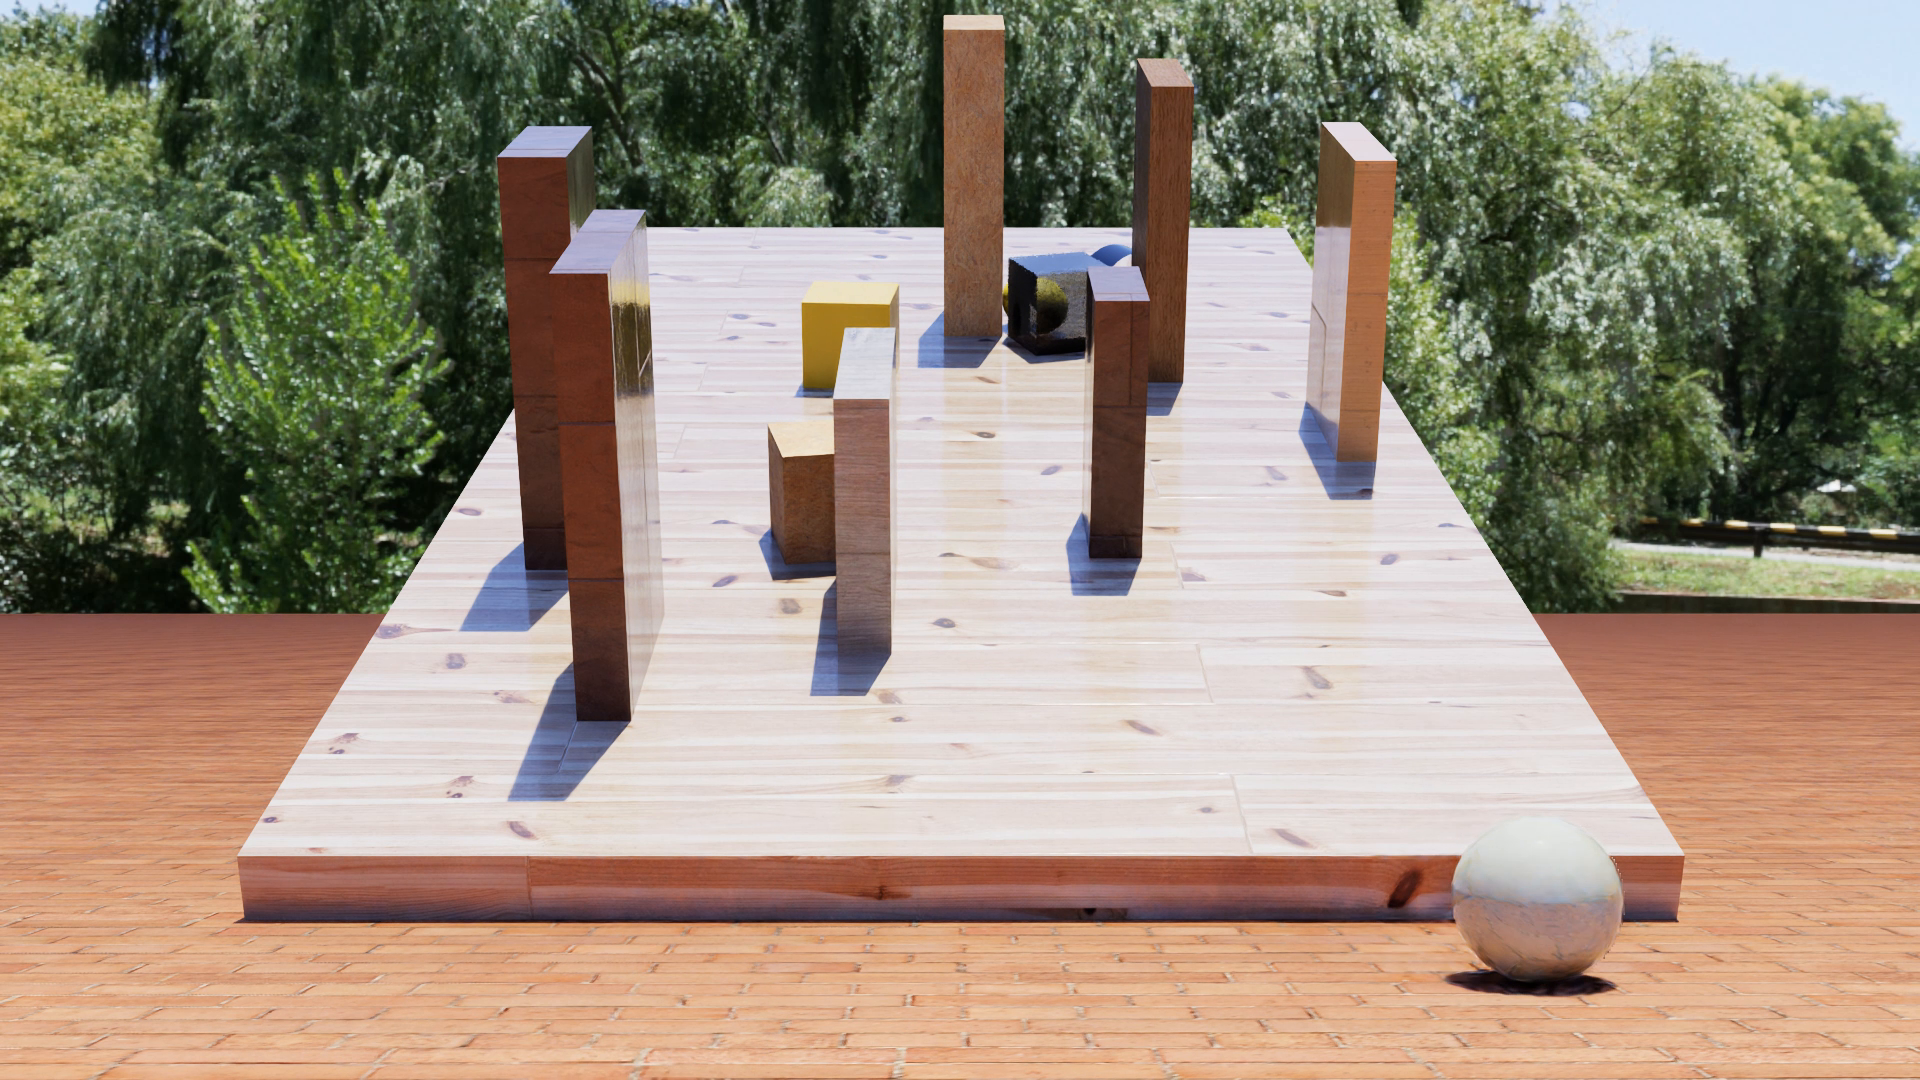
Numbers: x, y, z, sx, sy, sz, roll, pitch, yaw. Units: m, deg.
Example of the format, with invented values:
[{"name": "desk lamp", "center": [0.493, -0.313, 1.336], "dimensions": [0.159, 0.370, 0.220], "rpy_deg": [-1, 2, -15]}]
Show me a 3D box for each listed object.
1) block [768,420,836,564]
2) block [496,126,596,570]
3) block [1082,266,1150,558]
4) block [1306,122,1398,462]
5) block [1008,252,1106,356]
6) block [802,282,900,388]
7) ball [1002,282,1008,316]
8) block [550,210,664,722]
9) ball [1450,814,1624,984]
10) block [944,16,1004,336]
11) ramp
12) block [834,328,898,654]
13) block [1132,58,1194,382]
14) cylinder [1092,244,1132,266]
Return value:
[{"name": "block", "center": [-0.241, -0.095, 4.272], "dimensions": [0.210, 0.210, 0.210], "rpy_deg": [-4, 21, -11]}, {"name": "block", "center": [-0.738, -0.353, 4.174], "dimensions": [0.119, 0.761, 0.300], "rpy_deg": [0, 20, 0]}, {"name": "block", "center": [0.290, -0.242, 4.266], "dimensions": [0.098, 0.492, 0.264], "rpy_deg": [0, 20, 0]}, {"name": "block", "center": [0.833, -0.539, 4.867], "dimensions": [0.084, 0.635, 0.444], "rpy_deg": [0, 20, 0]}, {"name": "block", "center": [0.248, -0.587, 5.620], "dimensions": [0.201, 0.201, 0.201], "rpy_deg": [-7, 21, -18]}, {"name": "block", "center": [-0.254, -0.481, 5.327], "dimensions": [0.204, 0.204, 0.204], "rpy_deg": [2, 20, 4]}, {"name": "ball", "center": [0.177, -0.613, 5.777], "dimensions": [0.141, 0.141, 0.141], "rpy_deg": [0, -2, 0]}, {"name": "block", "center": [-0.556, -0.129, 3.631], "dimensions": [0.085, 0.715, 0.441], "rpy_deg": [0, 20, 0]}, {"name": "ball", "center": [0.670, 0.417, 2.640], "dimensions": [0.194, 0.194, 0.194], "rpy_deg": [0, -2, 0]}, {"name": "block", "center": [0.033, -0.914, 5.701], "dimensions": [0.147, 0.759, 0.266], "rpy_deg": [0, 20, 0]}, {"name": "ramp", "center": [-0.005, -0.209, 5.029], "dimensions": [2.000, 0.100, 4.000], "rpy_deg": [0, 20, 0]}, {"name": "block", "center": [-0.160, -0.094, 3.930], "dimensions": [0.090, 0.445, 0.442], "rpy_deg": [0, 20, 0]}, {"name": "block", "center": [0.476, -0.766, 5.401], "dimensions": [0.096, 0.689, 0.423], "rpy_deg": [0, 20, 0]}, {"name": "cylinder", "center": [0.432, -0.641, 5.785], "dimensions": [0.190, 0.190, 0.190], "rpy_deg": [1, 18, -26]}]
